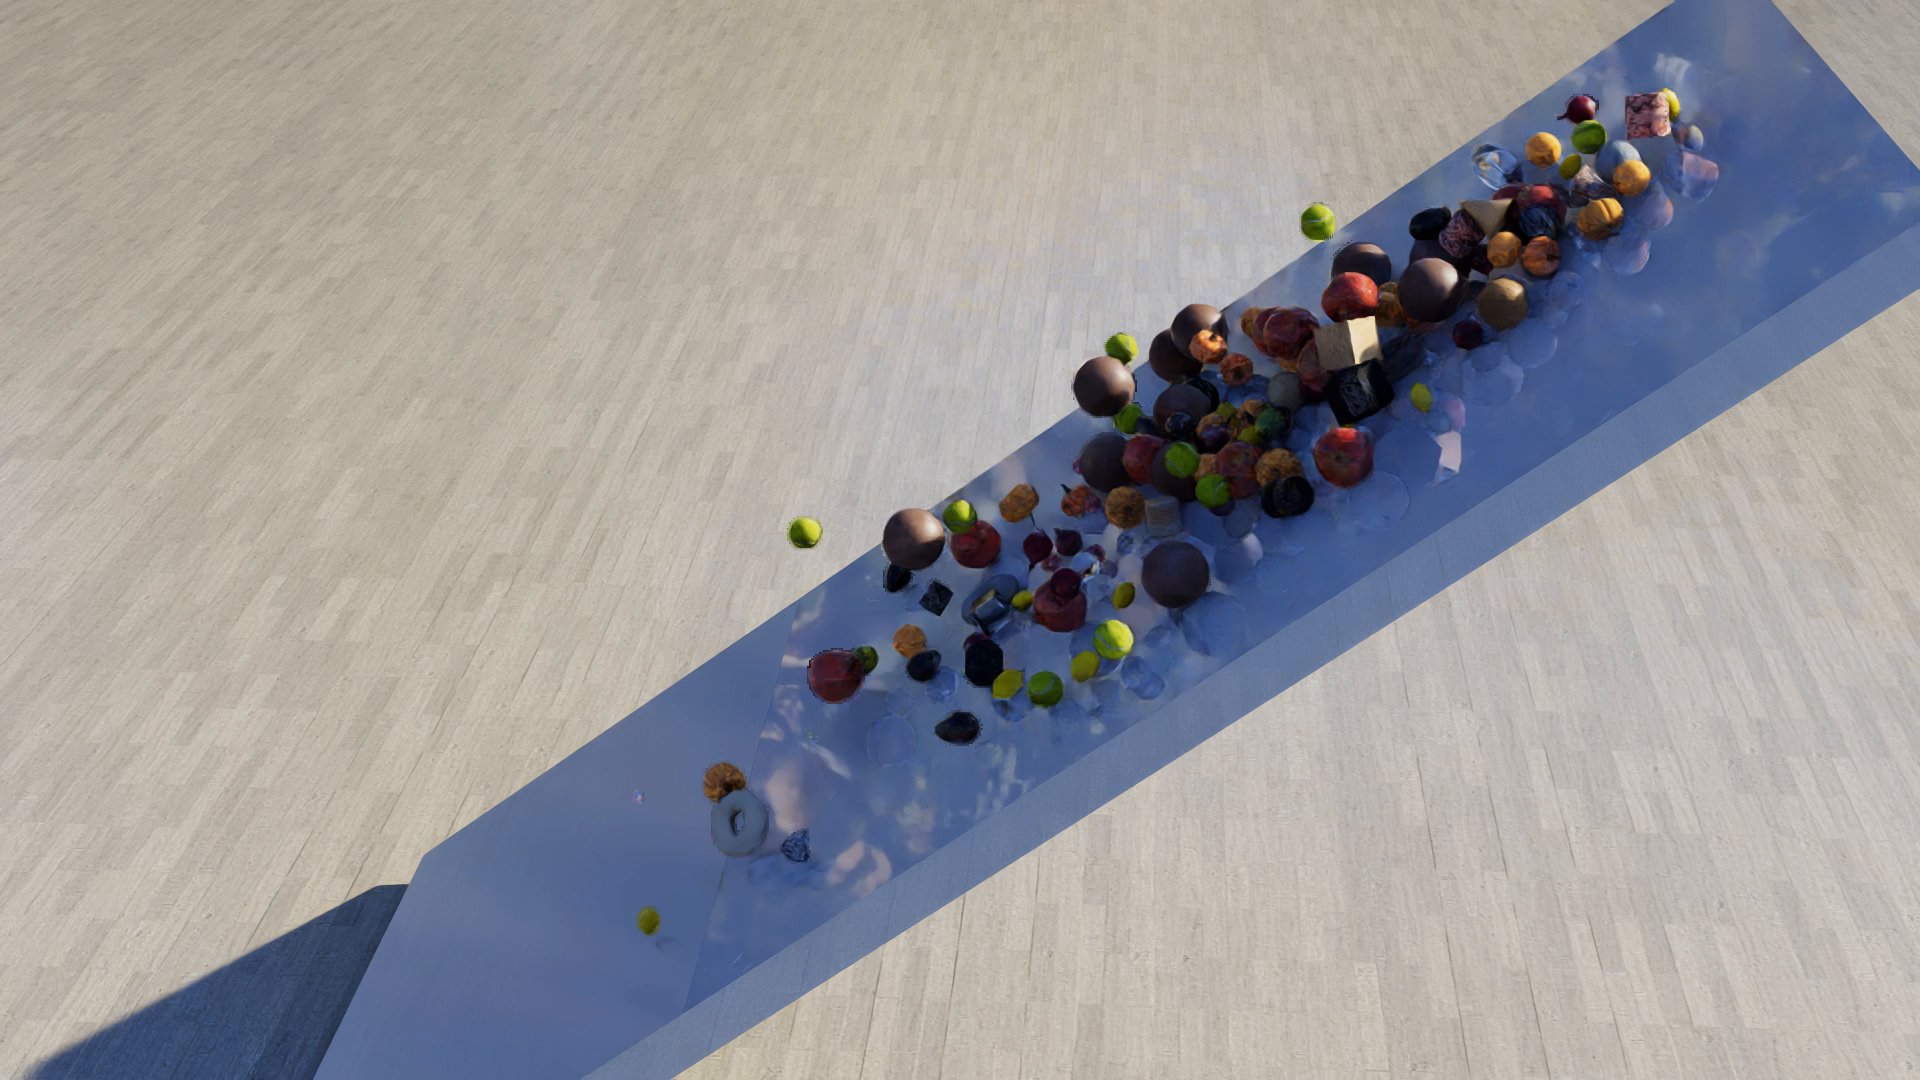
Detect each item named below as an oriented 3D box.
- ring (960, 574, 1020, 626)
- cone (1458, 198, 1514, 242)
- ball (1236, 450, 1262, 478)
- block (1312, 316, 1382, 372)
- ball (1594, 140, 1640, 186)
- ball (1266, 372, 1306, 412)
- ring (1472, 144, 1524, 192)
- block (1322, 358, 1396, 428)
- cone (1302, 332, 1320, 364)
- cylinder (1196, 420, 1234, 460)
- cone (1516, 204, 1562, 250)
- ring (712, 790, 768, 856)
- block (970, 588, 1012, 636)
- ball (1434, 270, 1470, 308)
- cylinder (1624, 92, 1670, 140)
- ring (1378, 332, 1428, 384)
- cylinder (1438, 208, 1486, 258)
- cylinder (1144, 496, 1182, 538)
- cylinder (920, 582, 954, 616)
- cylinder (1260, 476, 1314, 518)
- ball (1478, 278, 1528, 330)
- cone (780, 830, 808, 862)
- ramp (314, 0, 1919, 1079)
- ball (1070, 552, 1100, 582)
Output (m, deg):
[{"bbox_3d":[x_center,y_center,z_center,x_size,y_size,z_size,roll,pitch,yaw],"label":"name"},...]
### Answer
[{"bbox_3d":[0.064,0.128,6.335,0.146,0.049,0.146,-35,15,11],"label":"ring"},{"bbox_3d":[1.049,-0.663,5.929,0.098,0.098,0.098,27,29,13],"label":"cone"},{"bbox_3d":[0.584,-0.154,5.938,0.054,0.054,0.054,0,23,0],"label":"ball"},{"bbox_3d":[0.760,-0.384,5.761,0.087,0.087,0.087,-12,1,-44],"label":"block"},{"bbox_3d":[1.321,-0.759,5.910,0.091,0.091,0.091,0,23,0],"label":"ball"},{"bbox_3d":[0.677,-0.306,6.102,0.084,0.084,0.084,0,23,0],"label":"ball"},{"bbox_3d":[1.151,-0.796,6.300,0.124,0.124,0.041,24,64,44],"label":"ring"},{"bbox_3d":[0.769,-0.285,5.680,0.087,0.087,0.087,-21,11,42],"label":"block"},{"bbox_3d":[0.744,-0.413,5.994,0.082,0.082,0.082,6,39,14],"label":"cone"},{"bbox_3d":[0.536,-0.210,6.195,0.060,0.060,0.060,14,47,31],"label":"cylinder"},{"bbox_3d":[1.149,-0.615,5.782,0.093,0.093,0.093,-2,6,-4],"label":"cone"},{"bbox_3d":[-0.454,0.583,6.061,0.136,0.136,0.045,18,4,37],"label":"ring"},{"bbox_3d":[0.066,0.152,6.232,0.063,0.063,0.063,-35,16,13],"label":"block"},{"bbox_3d":[0.998,-0.509,5.967,0.074,0.074,0.074,0,23,0],"label":"ball"},{"bbox_3d":[1.384,-0.854,5.921,0.085,0.085,0.085,-7,8,1],"label":"cylinder"},{"bbox_3d":[0.873,-0.362,5.886,0.141,0.047,0.141,-37,16,13],"label":"ring"},{"bbox_3d":[1.021,-0.622,5.970,0.072,0.072,0.072,25,40,-23],"label":"cylinder"},{"bbox_3d":[0.411,-0.046,5.942,0.069,0.069,0.069,-8,13,2],"label":"cylinder"},{"bbox_3d":[-0.051,0.126,6.381,0.054,0.054,0.054,31,12,-7],"label":"cylinder"},{"bbox_3d":[0.623,-0.081,5.607,0.073,0.073,0.073,-13,0,-28],"label":"cylinder"},{"bbox_3d":[1.045,-0.454,5.662,0.098,0.098,0.098,0,23,0],"label":"ball"},{"bbox_3d":[-0.315,0.594,5.814,0.061,0.061,0.061,10,45,22],"label":"cone"},{"bbox_3d":[0.129,0.179,6.321,4.000,0.100,2.000,-34,16,16],"label":"ramp"},{"bbox_3d":[0.257,0.054,6.078,0.062,0.062,0.062,0,23,0],"label":"ball"}]
